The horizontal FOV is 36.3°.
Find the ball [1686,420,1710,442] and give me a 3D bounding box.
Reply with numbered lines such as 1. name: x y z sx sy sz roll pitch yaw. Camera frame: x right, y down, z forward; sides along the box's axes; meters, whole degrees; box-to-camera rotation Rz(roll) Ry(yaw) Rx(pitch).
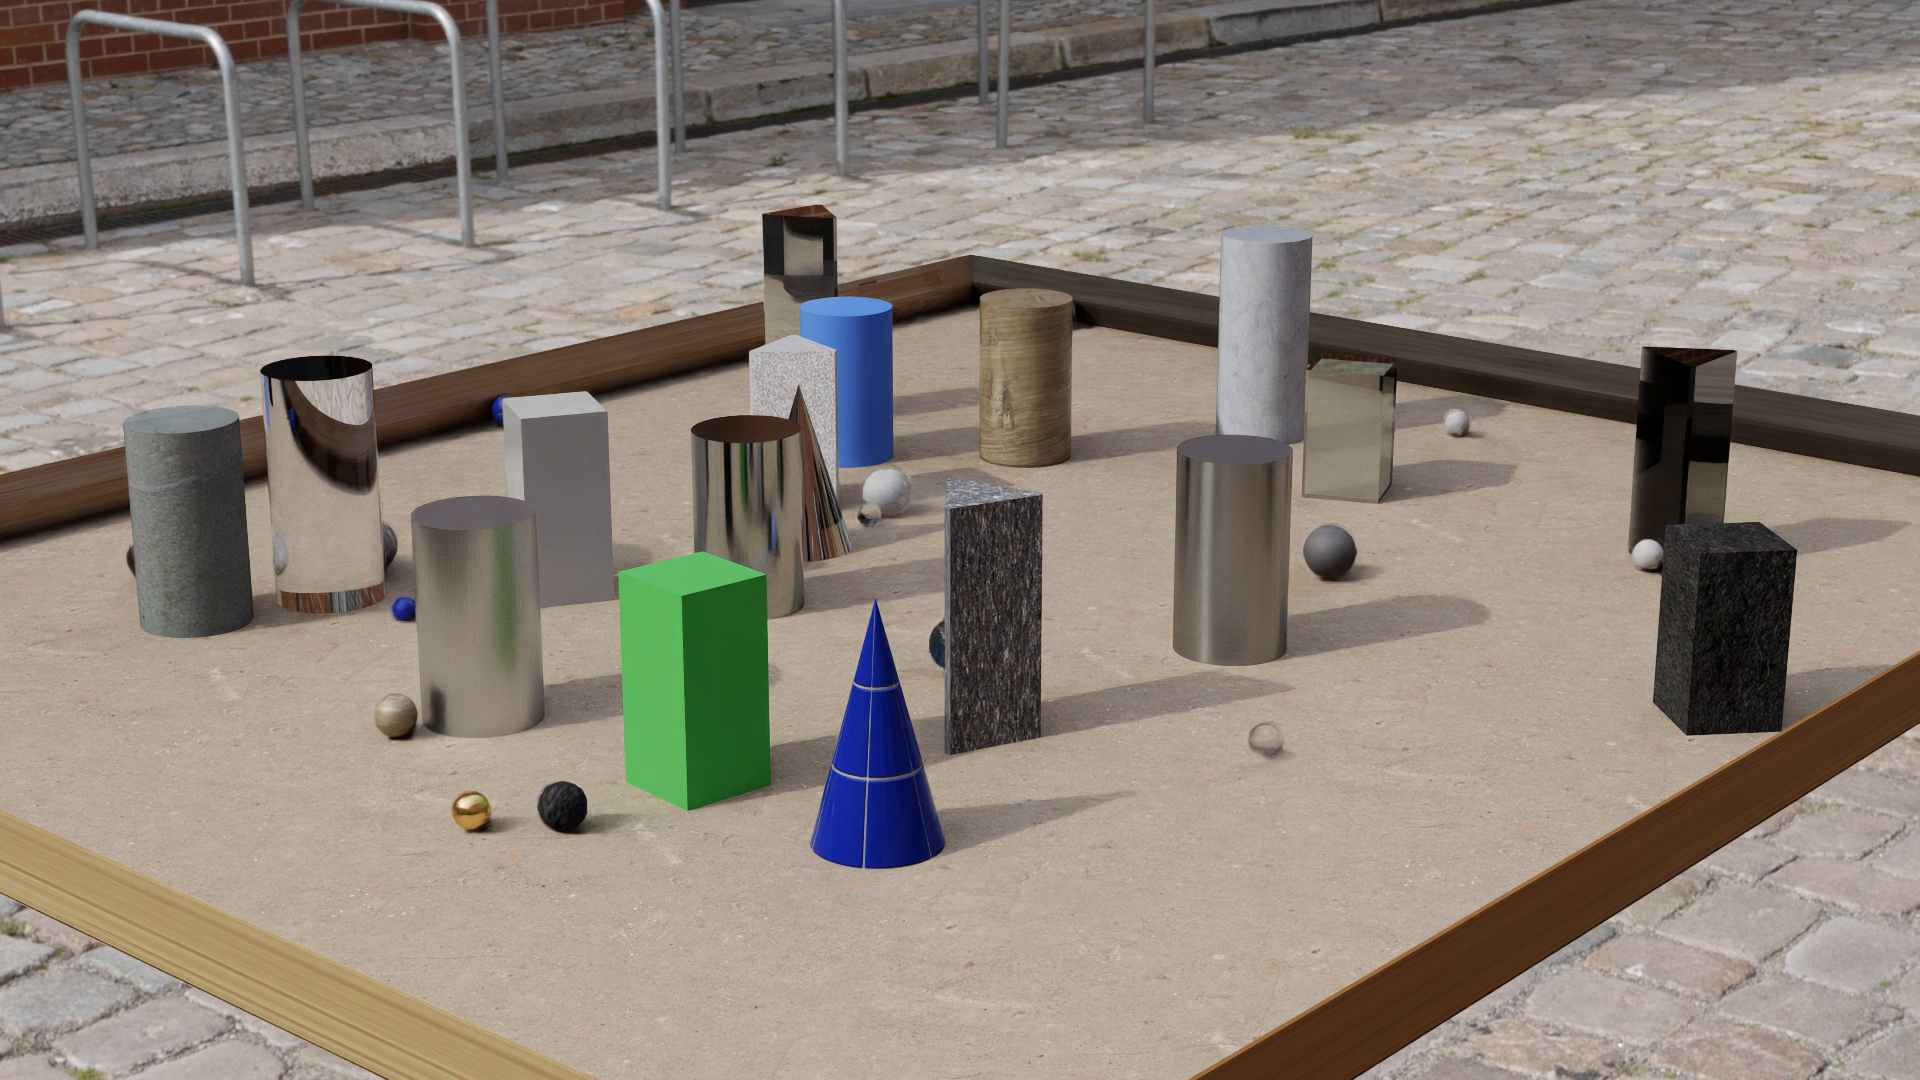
1. ball: 1.537 -0.226 6.103 0.047 0.047 0.047 0 17 0

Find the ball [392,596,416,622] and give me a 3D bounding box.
1. ball: -0.943 0.117 4.977 0.042 0.042 0.042 0 17 0

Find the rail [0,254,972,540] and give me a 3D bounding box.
1. rail: -1.151 -0.259 6.078 0.045 0.122 3.647 14 22 39

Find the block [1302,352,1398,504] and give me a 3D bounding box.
1. block: 0.760 -0.219 5.719 0.150 0.255 0.150 5 18 18

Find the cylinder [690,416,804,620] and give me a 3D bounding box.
1. cylinder: -0.363 -0.039 5.024 0.188 0.313 0.188 0 17 0

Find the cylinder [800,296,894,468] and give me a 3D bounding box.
1. cylinder: -0.230 -0.322 5.963 0.188 0.312 0.188 0 17 0

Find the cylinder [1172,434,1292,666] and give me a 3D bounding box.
1. cylinder: 0.445 0.015 4.799 0.188 0.339 0.188 0 17 0

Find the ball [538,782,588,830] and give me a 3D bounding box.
1. ball: -0.554 0.371 4.089 0.069 0.069 0.069 0 17 0

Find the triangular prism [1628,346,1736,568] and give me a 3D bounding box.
1. triangular prism: 1.278 -0.150 5.269 0.141 0.383 0.162 14 22 38

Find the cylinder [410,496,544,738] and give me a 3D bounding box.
1. cylinder: -0.736 0.116 4.484 0.188 0.329 0.188 0 17 0

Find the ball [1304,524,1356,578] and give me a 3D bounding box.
1. ball: 0.657 0.020 5.207 0.094 0.094 0.094 0 17 0

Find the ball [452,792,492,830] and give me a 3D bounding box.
1. ball: -0.682 0.378 4.093 0.054 0.054 0.054 0 17 0

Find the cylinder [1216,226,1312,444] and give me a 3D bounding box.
1. cylinder: 0.632 -0.425 6.102 0.188 0.428 0.188 0 17 0

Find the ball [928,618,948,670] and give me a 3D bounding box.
1. ball: -0.006 0.168 4.727 0.089 0.089 0.089 0 17 0

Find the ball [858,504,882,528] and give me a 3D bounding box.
1. ball: -0.170 -0.046 5.510 0.046 0.046 0.046 0 17 0

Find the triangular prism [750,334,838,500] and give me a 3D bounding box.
1. triangular prism: -0.318 -0.226 5.641 0.162 0.314 0.141 -1 17 -3

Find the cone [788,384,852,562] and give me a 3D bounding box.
1. cone: -0.292 -0.135 5.349 0.188 0.309 0.188 0 17 0

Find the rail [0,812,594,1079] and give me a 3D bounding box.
1. rail: -1.180 0.424 3.820 3.096 0.122 0.045 14 22 39

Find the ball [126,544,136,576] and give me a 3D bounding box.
1. ball: -1.434 0.034 5.191 0.078 0.078 0.078 0 17 0

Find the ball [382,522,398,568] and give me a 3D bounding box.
1. ball: -1.053 0.010 5.245 0.092 0.092 0.092 0 17 0

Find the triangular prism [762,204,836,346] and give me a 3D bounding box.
1. triangular prism: -0.320 -0.486 6.275 0.162 0.445 0.141 5 17 15

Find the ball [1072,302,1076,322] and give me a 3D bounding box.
1. ball: 0.241 -0.555 7.127 0.084 0.084 0.084 0 17 0

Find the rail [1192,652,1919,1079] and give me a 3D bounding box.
1. rail: 1.151 0.320 4.164 0.045 0.122 3.647 14 22 39

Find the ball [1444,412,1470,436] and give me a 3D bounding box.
1. ball: 1.043 -0.244 6.152 0.053 0.053 0.053 0 17 0

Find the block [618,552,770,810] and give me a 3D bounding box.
1. block: -0.381 0.201 4.218 0.150 0.321 0.150 -14 22 -40

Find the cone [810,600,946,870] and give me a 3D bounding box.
1. cone: -0.114 0.248 4.000 0.188 0.356 0.188 0 17 0

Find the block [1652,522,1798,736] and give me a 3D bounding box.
1. block: 1.169 0.135 4.490 0.150 0.290 0.150 -2 17 -6

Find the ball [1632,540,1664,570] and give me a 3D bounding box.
1. ball: 1.231 0.027 5.249 0.056 0.056 0.056 0 17 0

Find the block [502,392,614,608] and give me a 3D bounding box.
1. block: -0.697 -0.070 5.084 0.150 0.338 0.150 -6 18 -20

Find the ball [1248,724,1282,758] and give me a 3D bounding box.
1. ball: 0.454 0.298 4.361 0.051 0.051 0.051 0 17 0

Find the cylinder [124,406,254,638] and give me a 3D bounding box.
1. cylinder: -1.296 -0.032 4.932 0.188 0.353 0.188 0 17 0

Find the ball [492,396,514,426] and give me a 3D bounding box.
1. ball: -0.962 -0.274 6.230 0.065 0.065 0.065 0 17 0

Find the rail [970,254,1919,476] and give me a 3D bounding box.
1. rail: 1.180 -0.363 6.422 3.096 0.122 0.045 14 22 39

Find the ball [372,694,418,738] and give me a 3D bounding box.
1. ball: -0.856 0.266 4.441 0.067 0.067 0.067 0 17 0

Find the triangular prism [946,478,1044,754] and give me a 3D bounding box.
1. triangular prism: 0.018 0.108 4.418 0.162 0.383 0.141 -9 19 -27

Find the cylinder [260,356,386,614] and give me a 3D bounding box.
1. cylinder: -1.095 -0.097 5.049 0.188 0.409 0.188 0 17 0

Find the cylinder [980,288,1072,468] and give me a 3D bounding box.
1. cylinder: 0.134 -0.330 5.958 0.188 0.329 0.188 0 17 0

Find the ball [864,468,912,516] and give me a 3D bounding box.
1. ball: -0.138 -0.092 5.578 0.093 0.093 0.093 0 17 0
